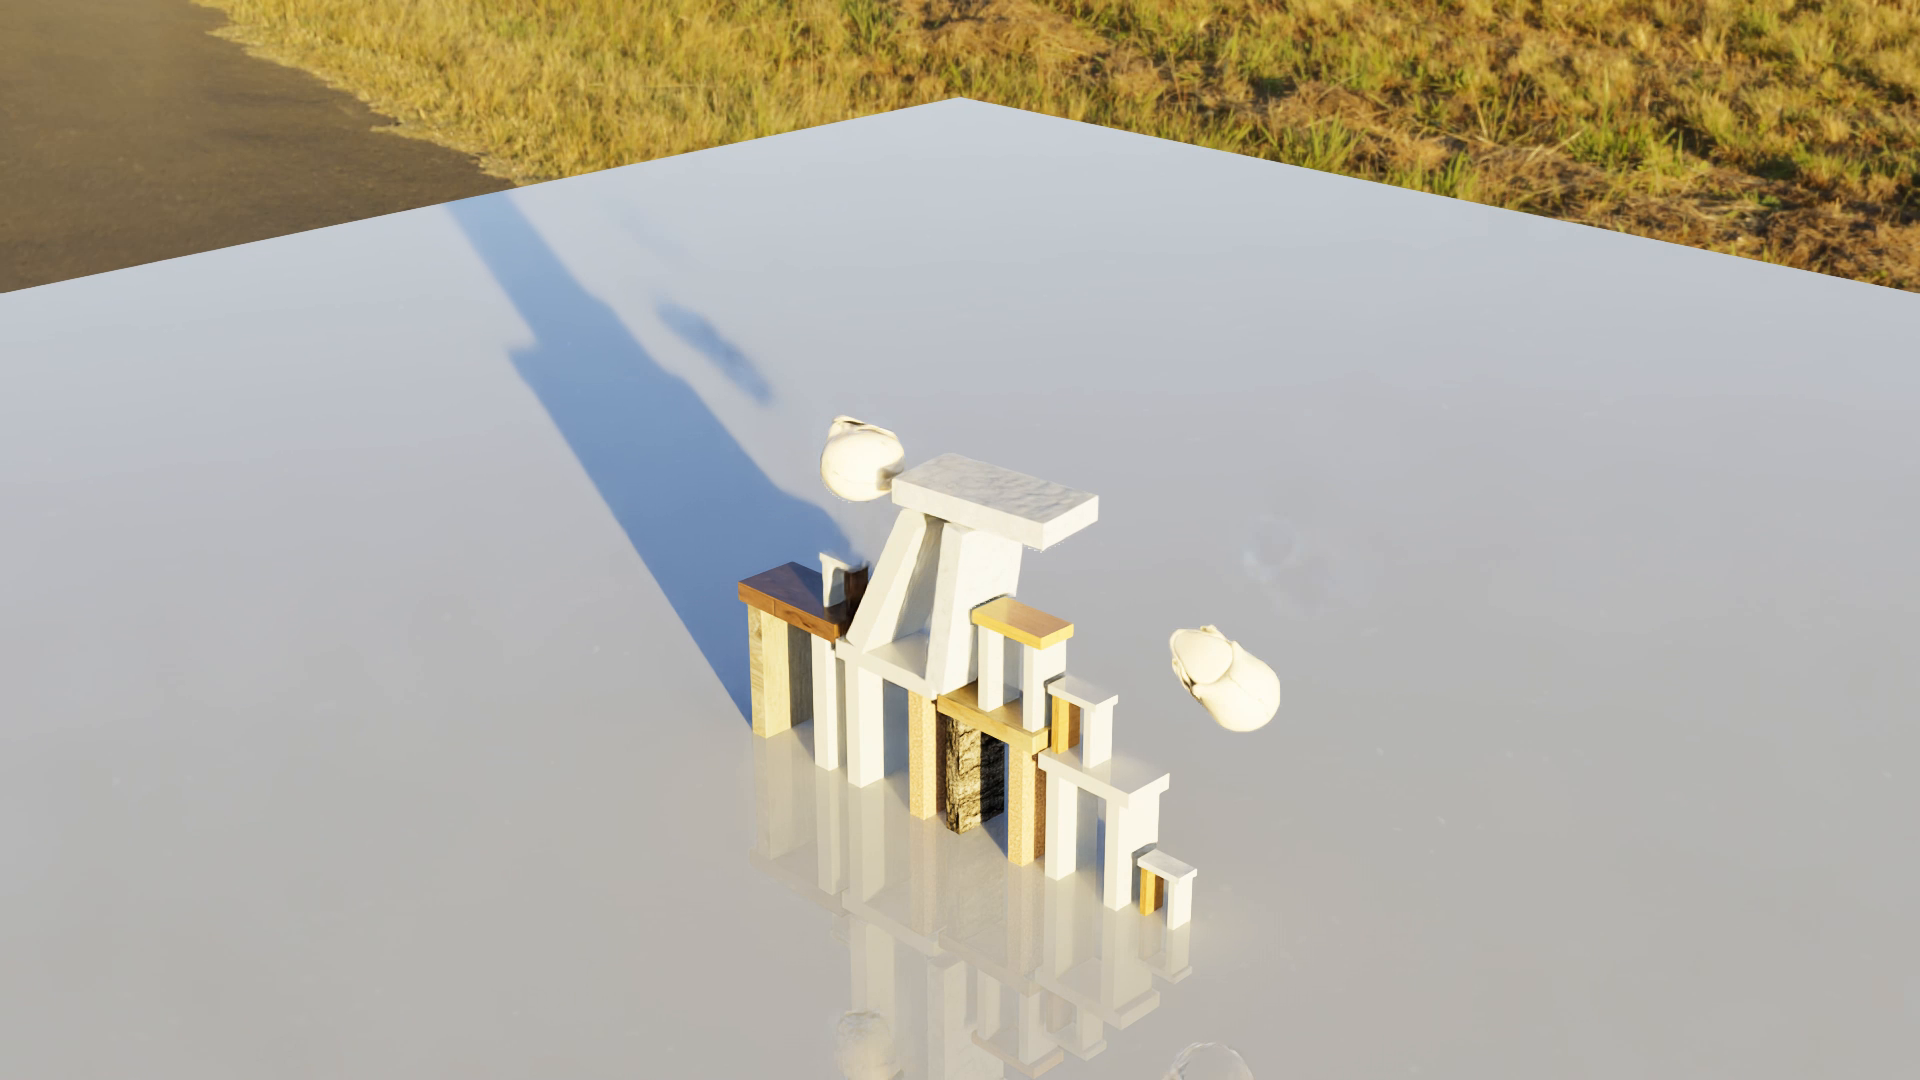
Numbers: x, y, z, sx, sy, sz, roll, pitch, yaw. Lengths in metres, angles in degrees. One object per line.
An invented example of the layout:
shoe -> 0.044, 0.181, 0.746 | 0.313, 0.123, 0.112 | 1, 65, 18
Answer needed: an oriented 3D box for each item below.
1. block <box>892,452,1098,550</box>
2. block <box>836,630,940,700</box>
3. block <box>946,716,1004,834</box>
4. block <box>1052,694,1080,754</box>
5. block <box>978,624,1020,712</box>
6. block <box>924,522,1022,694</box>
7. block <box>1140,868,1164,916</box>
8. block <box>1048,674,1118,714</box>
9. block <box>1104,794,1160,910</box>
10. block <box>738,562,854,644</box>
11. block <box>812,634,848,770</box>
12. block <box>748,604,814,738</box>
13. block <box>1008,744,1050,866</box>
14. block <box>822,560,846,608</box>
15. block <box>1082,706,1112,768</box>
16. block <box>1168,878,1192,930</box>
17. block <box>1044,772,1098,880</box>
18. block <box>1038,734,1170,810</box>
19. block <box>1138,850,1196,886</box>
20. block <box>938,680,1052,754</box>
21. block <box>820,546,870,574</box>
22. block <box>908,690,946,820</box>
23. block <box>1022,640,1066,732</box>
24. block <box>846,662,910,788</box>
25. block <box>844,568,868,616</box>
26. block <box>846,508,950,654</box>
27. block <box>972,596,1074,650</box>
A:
block -> 0.064, -0.078, 4.164 | 0.355, 0.050, 0.177 | 18, 29, 33
block -> -0.105, 0.238, 4.435 | 0.279, 0.040, 0.139 | 21, 31, 40
block -> 0.031, 0.447, 4.381 | 0.036, 0.256, 0.128 | 21, 31, 41
block -> 0.200, 0.338, 4.150 | 0.017, 0.120, 0.060 | 21, 31, 41
block -> 0.076, 0.234, 4.235 | 0.025, 0.177, 0.089 | 21, 31, 41
block -> 0.030, 0.111, 4.242 | 0.050, 0.355, 0.177 | 30, 36, 36
block -> 0.359, 0.648, 4.107 | 0.014, 0.100, 0.050 | 21, 31, 41
block -> 0.229, 0.287, 4.097 | 0.120, 0.017, 0.060 | 21, 31, 41
block -> 0.322, 0.571, 4.125 | 0.032, 0.226, 0.113 | 21, 31, 41
block -> -0.309, 0.129, 4.620 | 0.305, 0.043, 0.153 | 21, 31, 41
block -> -0.237, 0.317, 4.622 | 0.043, 0.305, 0.153 | 21, 31, 41
block -> -0.381, 0.261, 4.755 | 0.043, 0.305, 0.153 | 21, 31, 41
block -> 0.152, 0.494, 4.270 | 0.036, 0.256, 0.128 | 21, 31, 41
block -> -0.259, 0.084, 4.542 | 0.014, 0.101, 0.050 | 21, 31, 41
block -> 0.257, 0.360, 4.098 | 0.017, 0.120, 0.060 | 21, 31, 41
block -> 0.406, 0.666, 4.063 | 0.014, 0.100, 0.050 | 21, 31, 41
block -> 0.215, 0.530, 4.223 | 0.032, 0.226, 0.113 | 21, 31, 41
block -> 0.268, 0.432, 4.123 | 0.226, 0.032, 0.113 | 21, 31, 41
block -> 0.383, 0.604, 4.063 | 0.100, 0.014, 0.050 | 21, 31, 41
block -> 0.092, 0.336, 4.268 | 0.256, 0.036, 0.128 | 21, 31, 41
block -> -0.235, 0.040, 4.498 | 0.101, 0.014, 0.050 | 21, 31, 41
block -> -0.038, 0.410, 4.436 | 0.040, 0.279, 0.140 | 21, 31, 41
block -> 0.160, 0.266, 4.159 | 0.089, 0.177, 0.025 | -21, 31, -41
block -> -0.170, 0.360, 4.556 | 0.040, 0.279, 0.140 | 21, 31, 41
block -> -0.212, 0.102, 4.499 | 0.014, 0.101, 0.050 | 21, 31, 41
block -> -0.095, 0.063, 4.361 | 0.177, 0.355, 0.050 | -22, 58, -42
block -> 0.118, 0.157, 4.157 | 0.177, 0.025, 0.089 | 21, 31, 40
